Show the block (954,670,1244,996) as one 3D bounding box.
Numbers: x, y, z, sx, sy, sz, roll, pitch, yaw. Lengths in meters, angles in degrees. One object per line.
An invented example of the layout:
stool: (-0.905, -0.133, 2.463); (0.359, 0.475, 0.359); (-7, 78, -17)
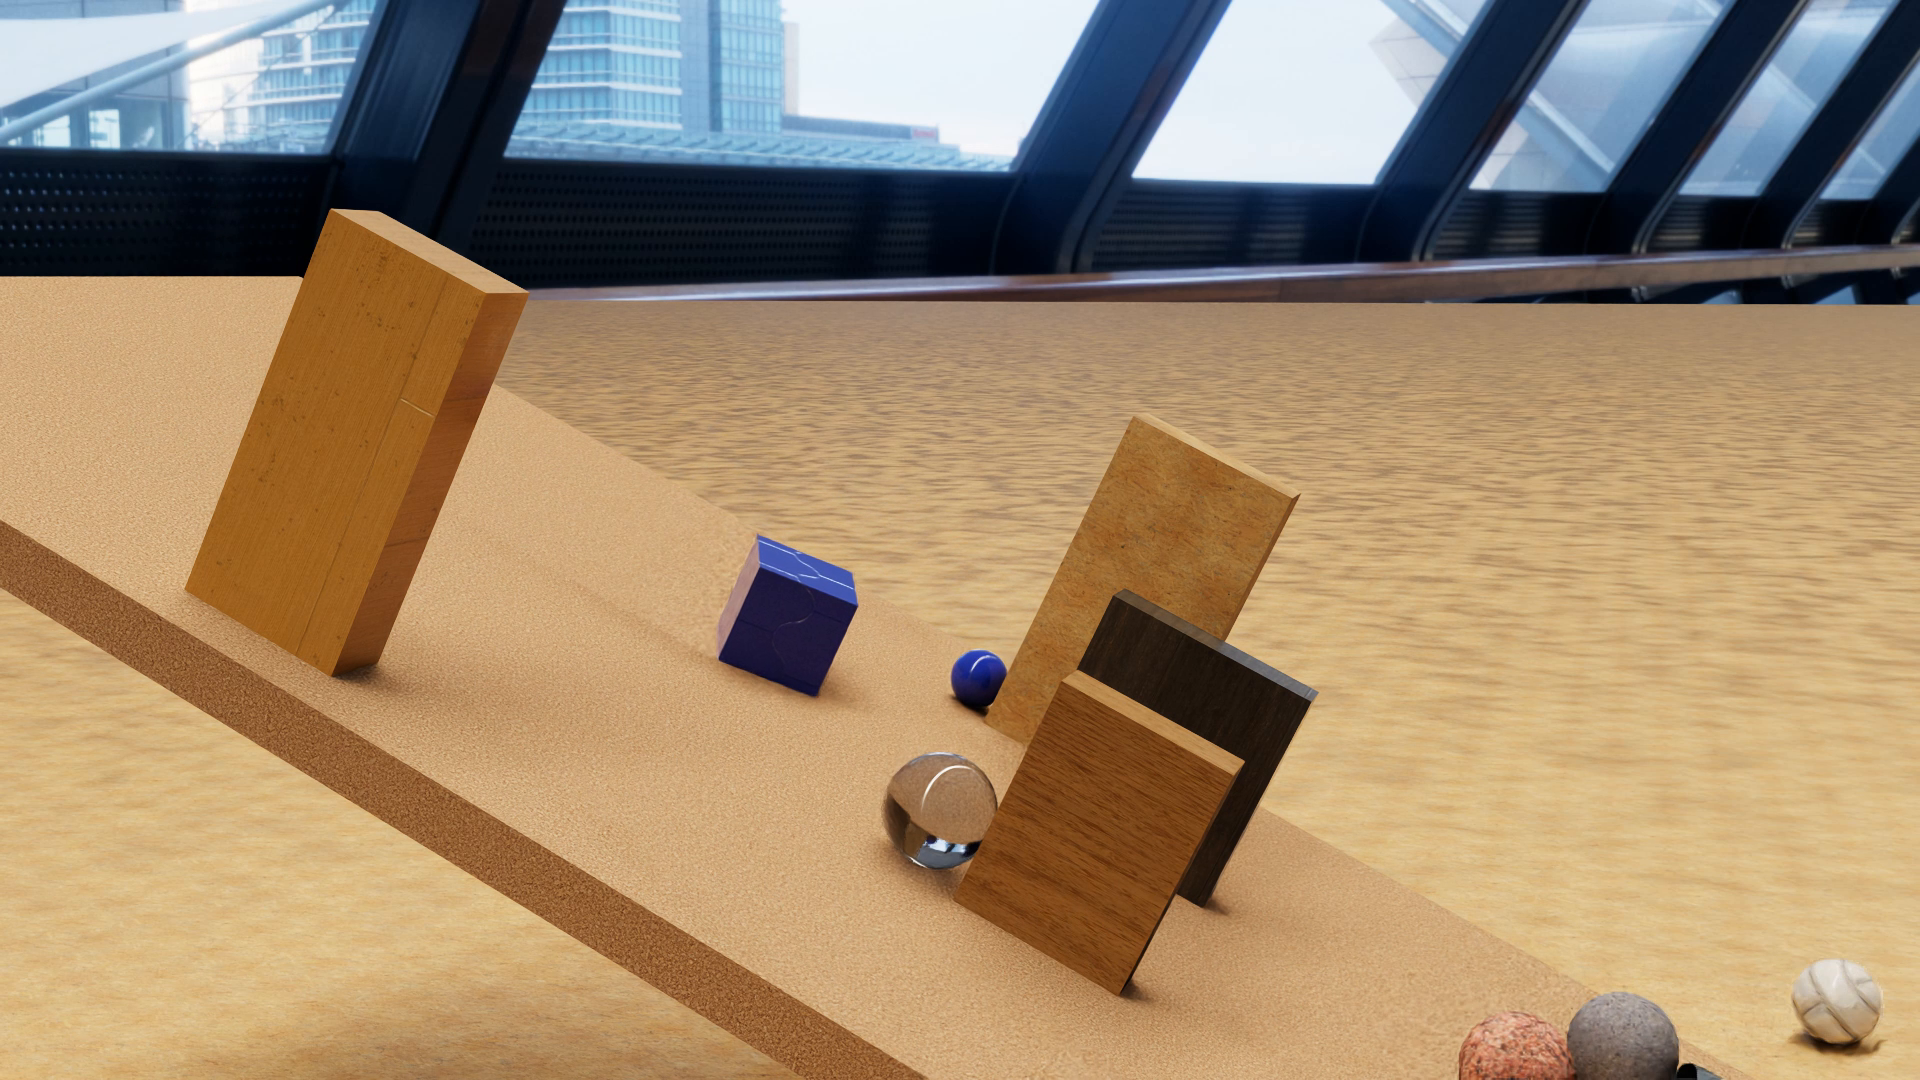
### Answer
block: (0.230, 0.486, 3.668); (0.318, 0.428, 0.108); (28, 14, 12)

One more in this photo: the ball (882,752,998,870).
ball: (-0.035, 0.463, 3.769); (0.200, 0.200, 0.200); (0, 7, 0)

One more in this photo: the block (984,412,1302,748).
block: (0.375, 0.144, 4.572); (0.363, 0.726, 0.125); (28, 14, 12)

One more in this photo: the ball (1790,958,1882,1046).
ball: (2.110, 1.112, 5.295); (0.204, 0.204, 0.204); (0, 7, 0)

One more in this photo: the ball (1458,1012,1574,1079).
ball: (0.971, 0.924, 3.841); (0.197, 0.197, 0.197); (0, 7, 0)

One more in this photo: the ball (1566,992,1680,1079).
ball: (1.259, 0.965, 4.180); (0.207, 0.207, 0.207); (0, 7, 0)

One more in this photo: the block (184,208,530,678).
block: (-0.951, -0.152, 3.457); (0.292, 0.664, 0.136); (28, 14, 12)

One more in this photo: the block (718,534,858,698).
block: (-0.346, 0.150, 4.374); (0.208, 0.208, 0.208); (22, 14, -13)

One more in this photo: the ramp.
ramp: (-0.252, 0.426, 4.164); (4.000, 0.100, 2.000); (28, 14, 12)

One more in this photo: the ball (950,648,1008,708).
ball: (0.041, 0.295, 4.696); (0.125, 0.125, 0.125); (0, 7, 0)

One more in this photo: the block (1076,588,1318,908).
block: (0.391, 0.398, 4.224); (0.421, 0.457, 0.101); (28, 14, 12)

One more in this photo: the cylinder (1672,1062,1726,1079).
cylinder: (1.402, 1.081, 4.091); (0.160, 0.160, 0.160); (26, 9, 2)
